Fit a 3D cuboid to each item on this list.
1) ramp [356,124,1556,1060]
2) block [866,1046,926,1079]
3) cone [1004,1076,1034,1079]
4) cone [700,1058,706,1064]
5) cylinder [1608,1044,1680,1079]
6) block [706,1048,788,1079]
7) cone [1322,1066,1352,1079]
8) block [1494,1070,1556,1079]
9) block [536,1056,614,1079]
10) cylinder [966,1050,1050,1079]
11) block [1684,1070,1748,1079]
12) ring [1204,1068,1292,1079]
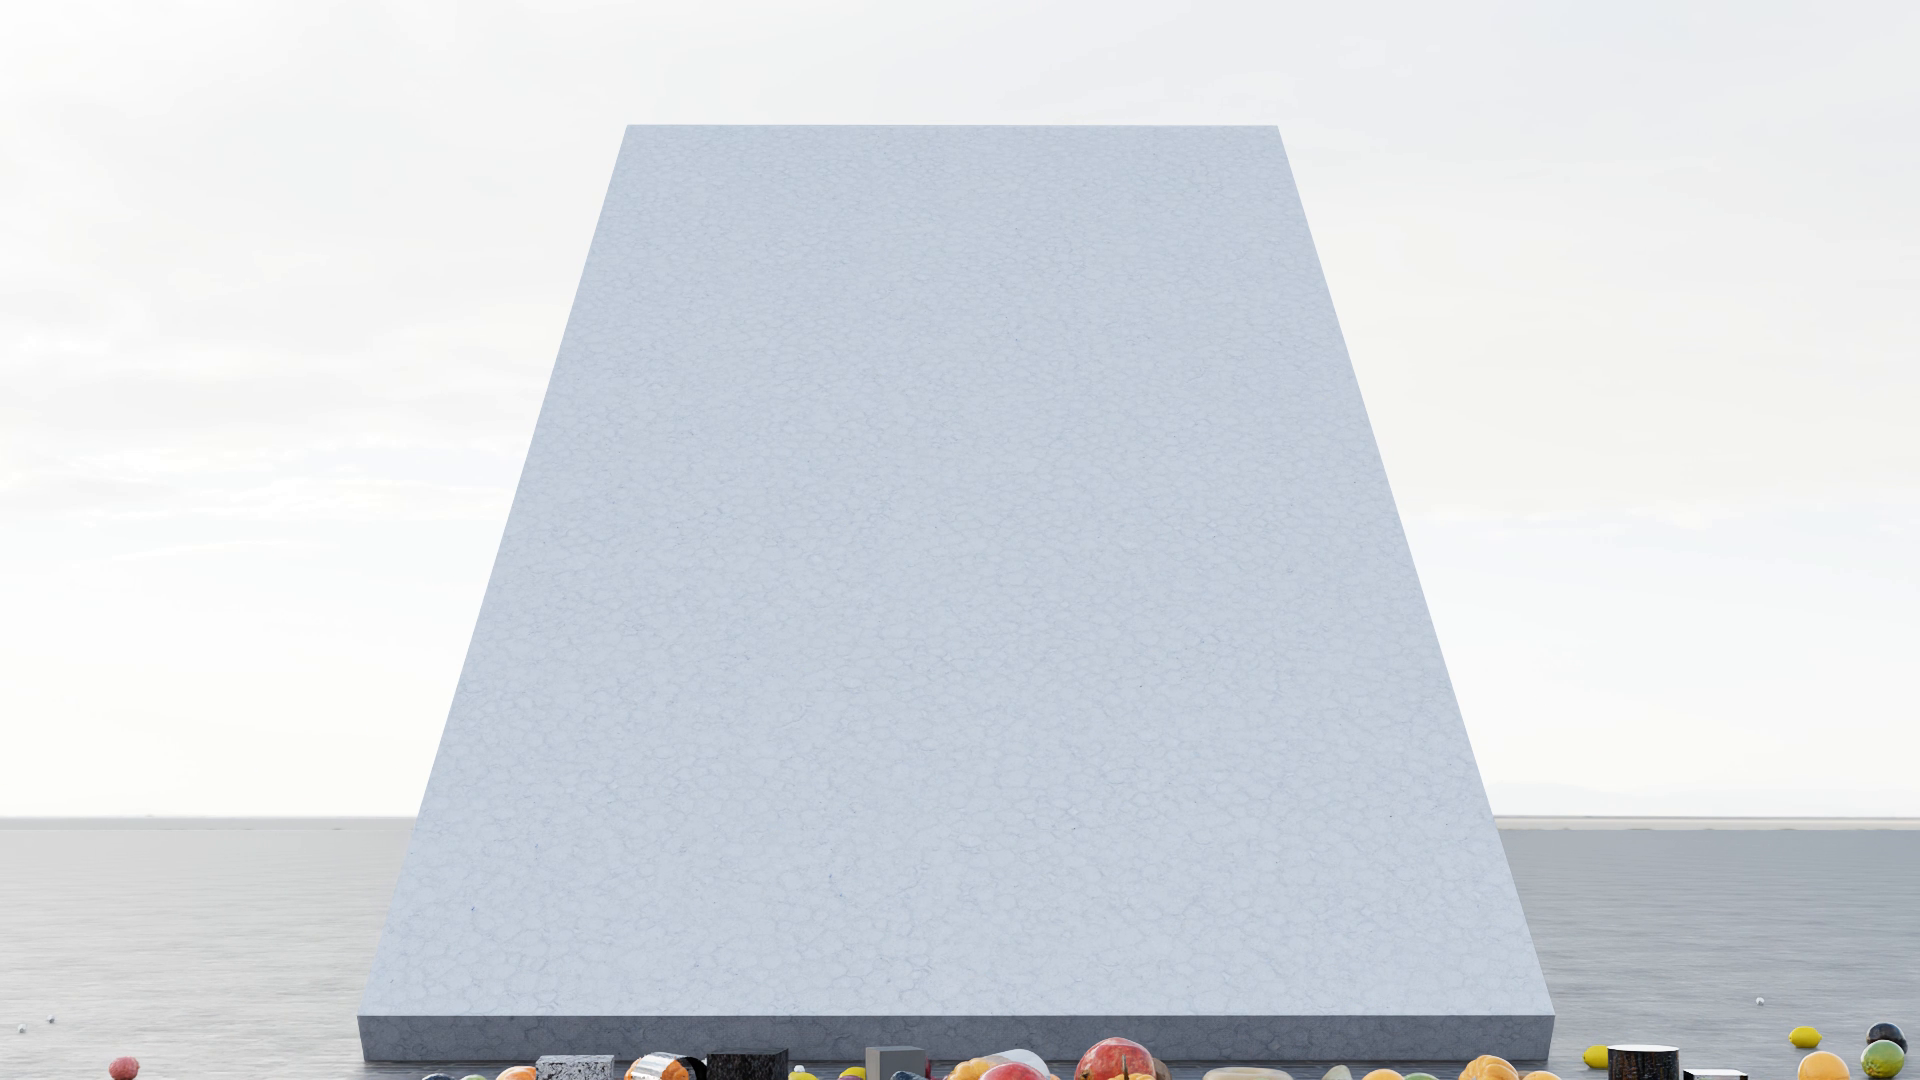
[{"bbox_3d":[-0.014,-0.199,5.796,2.000,0.100,4.000,0,31,0],"label":"ramp"},{"bbox_3d":[-0.095,0.779,3.561,0.070,0.070,0.070,2,-7,-19],"label":"block"},{"bbox_3d":[0.074,0.752,3.177,0.080,0.080,0.080,1,-33,-8],"label":"cone"},{"bbox_3d":[-0.343,0.770,3.346,0.087,0.087,0.087,-3,20,22],"label":"cone"},{"bbox_3d":[0.928,0.737,3.301,0.094,0.094,0.094,0,-7,0],"label":"cylinder"},{"bbox_3d":[-0.285,0.734,3.271,0.092,0.092,0.092,-1,-7,7],"label":"block"},{"bbox_3d":[0.551,0.789,3.456,0.061,0.061,0.061,5,18,-37],"label":"cone"},{"bbox_3d":[0.771,0.758,3.322,0.058,0.058,0.058,4,-8,-33],"label":"block"},{"bbox_3d":[-0.498,0.718,3.144,0.094,0.094,0.094,1,-7,-5],"label":"block"},{"bbox_3d":[0.065,0.736,3.277,0.091,0.091,0.091,-3,-7,23],"label":"cylinder"},{"bbox_3d":[1.003,0.741,3.228,0.069,0.069,0.069,-1,-7,4],"label":"block"},{"bbox_3d":[0.414,0.784,3.493,0.135,0.045,0.135,1,-7,0],"label":"ring"}]
